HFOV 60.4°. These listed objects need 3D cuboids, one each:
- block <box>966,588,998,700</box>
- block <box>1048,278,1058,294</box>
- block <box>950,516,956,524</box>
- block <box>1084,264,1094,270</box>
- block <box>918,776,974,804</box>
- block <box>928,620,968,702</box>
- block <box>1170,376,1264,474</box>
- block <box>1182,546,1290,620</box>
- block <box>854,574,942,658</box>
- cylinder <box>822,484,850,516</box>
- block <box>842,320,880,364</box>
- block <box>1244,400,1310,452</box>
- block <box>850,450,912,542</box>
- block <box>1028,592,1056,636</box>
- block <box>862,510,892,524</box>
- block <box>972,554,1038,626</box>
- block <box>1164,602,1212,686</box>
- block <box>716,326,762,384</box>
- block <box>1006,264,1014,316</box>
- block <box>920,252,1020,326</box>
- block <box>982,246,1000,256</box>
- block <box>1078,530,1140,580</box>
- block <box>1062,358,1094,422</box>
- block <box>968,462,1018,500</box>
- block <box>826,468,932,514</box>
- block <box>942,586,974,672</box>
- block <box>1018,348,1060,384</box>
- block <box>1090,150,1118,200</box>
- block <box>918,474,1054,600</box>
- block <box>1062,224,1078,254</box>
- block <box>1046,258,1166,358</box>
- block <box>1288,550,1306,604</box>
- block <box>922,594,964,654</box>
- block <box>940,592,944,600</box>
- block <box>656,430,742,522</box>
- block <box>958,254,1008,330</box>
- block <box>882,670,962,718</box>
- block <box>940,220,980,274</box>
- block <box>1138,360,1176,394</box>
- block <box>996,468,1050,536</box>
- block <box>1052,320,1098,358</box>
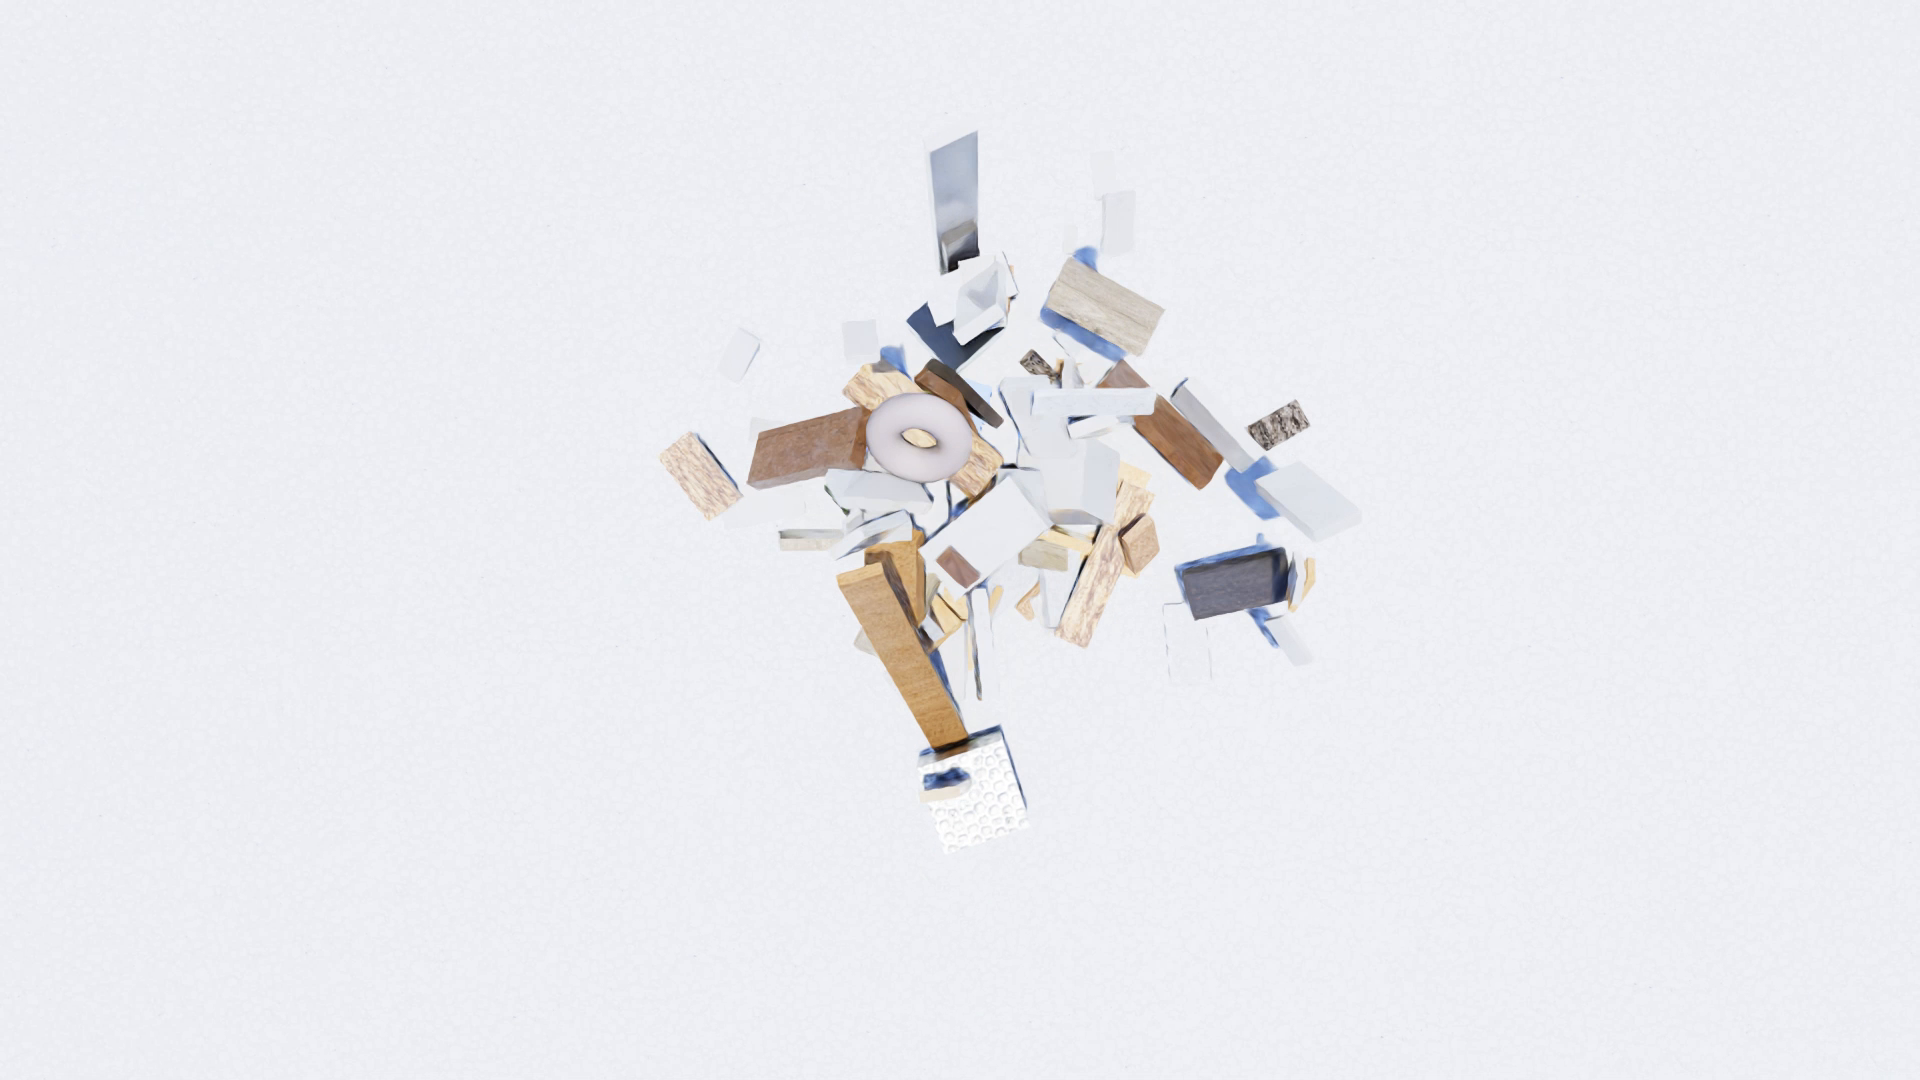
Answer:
[{"bbox_3d":[0.062,0.302,4.728,0.044,0.155,0.311,-6,84,-6],"label":"block"},{"bbox_3d":[0.325,-0.861,5.477,0.013,0.047,0.094,33,90,0],"label":"block"},{"bbox_3d":[-0.004,0.028,5.462,0.102,0.029,0.203,6,104,0],"label":"block"},{"bbox_3d":[0.396,-0.838,5.489,0.078,0.022,0.157,41,90,0],"label":"block"},{"bbox_3d":[-0.042,0.769,5.080,0.125,0.249,0.035,-11,87,9],"label":"block"},{"bbox_3d":[-0.044,0.391,5.423,0.132,0.037,0.265,5,102,18],"label":"block"},{"bbox_3d":[0.837,-0.373,5.366,0.048,0.169,0.338,-42,86,-14],"label":"block"},{"bbox_3d":[0.898,0.142,5.308,0.338,0.048,0.169,-13,115,14],"label":"block"},{"bbox_3d":[-0.188,0.217,5.026,0.153,0.043,0.306,20,72,20],"label":"block"},{"bbox_3d":[-0.326,-0.166,5.412,0.177,0.177,0.177,-41,90,0],"label":"cylinder"},{"bbox_3d":[-0.239,-0.478,3.978,0.081,0.163,0.023,-6,128,-3],"label":"block"},{"bbox_3d":[1.051,-0.372,5.485,0.206,0.029,0.103,-29,90,0],"label":"block"},{"bbox_3d":[-0.230,-0.131,4.822,0.172,0.345,0.049,-2,135,0],"label":"block"},{"bbox_3d":[0.286,0.242,5.466,0.071,0.020,0.141,-25,109,2],"label":"block"},{"bbox_3d":[-0.247,-0.072,4.697,0.061,0.017,0.122,30,46,21],"label":"block"},{"bbox_3d":[0.146,0.140,5.413,0.266,0.038,0.133,-46,126,-15],"label":"block"},{"bbox_3d":[0.755,0.342,5.467,0.133,0.038,0.266,-6,90,13],"label":"block"},{"bbox_3d":[-0.732,-0.609,5.452,0.086,0.024,0.173,31,115,0],"label":"block"},{"bbox_3d":[0.145,-0.795,5.356,0.040,0.280,0.140,10,87,2],"label":"block"},{"bbox_3d":[0.032,-0.792,5.202,0.280,0.040,0.140,-20,94,13],"label":"block"},{"bbox_3d":[0.071,-0.876,5.360,0.140,0.280,0.040,-32,89,0],"label":"block"},{"bbox_3d":[0.508,0.050,5.485,0.206,0.029,0.103,18,90,0],"label":"block"},{"bbox_3d":[0.370,-0.449,5.182,0.032,0.113,0.225,-9,130,19],"label":"block"},{"bbox_3d":[0.131,-0.160,5.439,0.203,0.029,0.102,-40,90,-28],"label":"block"},{"bbox_3d":[-0.231,-0.137,4.682,0.276,0.138,0.039,4,124,-28],"label":"block"},{"bbox_3d":[-0.004,0.293,5.450,0.133,0.038,0.266,8,103,1],"label":"block"},{"bbox_3d":[0.262,-0.568,5.466,0.129,0.018,0.064,45,127,-7],"label":"block"},{"bbox_3d":[0.480,-1.213,5.489,0.078,0.022,0.157,-7,90,0],"label":"block"},{"bbox_3d":[0.070,-0.007,4.598,0.356,0.050,0.178,-39,84,25],"label":"block"},{"bbox_3d":[0.367,-1.000,5.493,0.047,0.013,0.094,5,90,0],"label":"block"},{"bbox_3d":[0.414,-0.662,4.706,0.312,0.044,0.156,30,132,7],"label":"block"},{"bbox_3d":[0.999,0.111,4.895,0.024,0.172,0.086,-4,58,2],"label":"block"},{"bbox_3d":[-0.134,0.312,5.364,0.265,0.037,0.132,-41,63,-3],"label":"block"},{"bbox_3d":[0.030,0.128,5.449,0.133,0.038,0.266,19,104,-2],"label":"block"},{"bbox_3d":[-0.853,-0.209,5.406,0.137,0.039,0.274,-37,98,6],"label":"block"},{"bbox_3d":[0.074,-0.771,5.158,0.113,0.032,0.225,-10,96,14],"label":"block"},{"bbox_3d":[-0.124,0.512,5.430,0.132,0.037,0.265,-32,100,29],"label":"block"},{"bbox_3d":[0.004,-0.902,5.226,0.113,0.545,0.032,-28,85,-1],"label":"block"},{"bbox_3d":[0.601,-0.506,5.485,0.206,0.029,0.103,-28,90,0],"label":"block"},{"bbox_3d":[0.180,-0.111,4.775,0.138,0.276,0.039,3,125,-4],"label":"block"},{"bbox_3d":[0.421,-0.713,5.450,0.225,0.032,0.113,-42,124,2],"label":"block"}]
